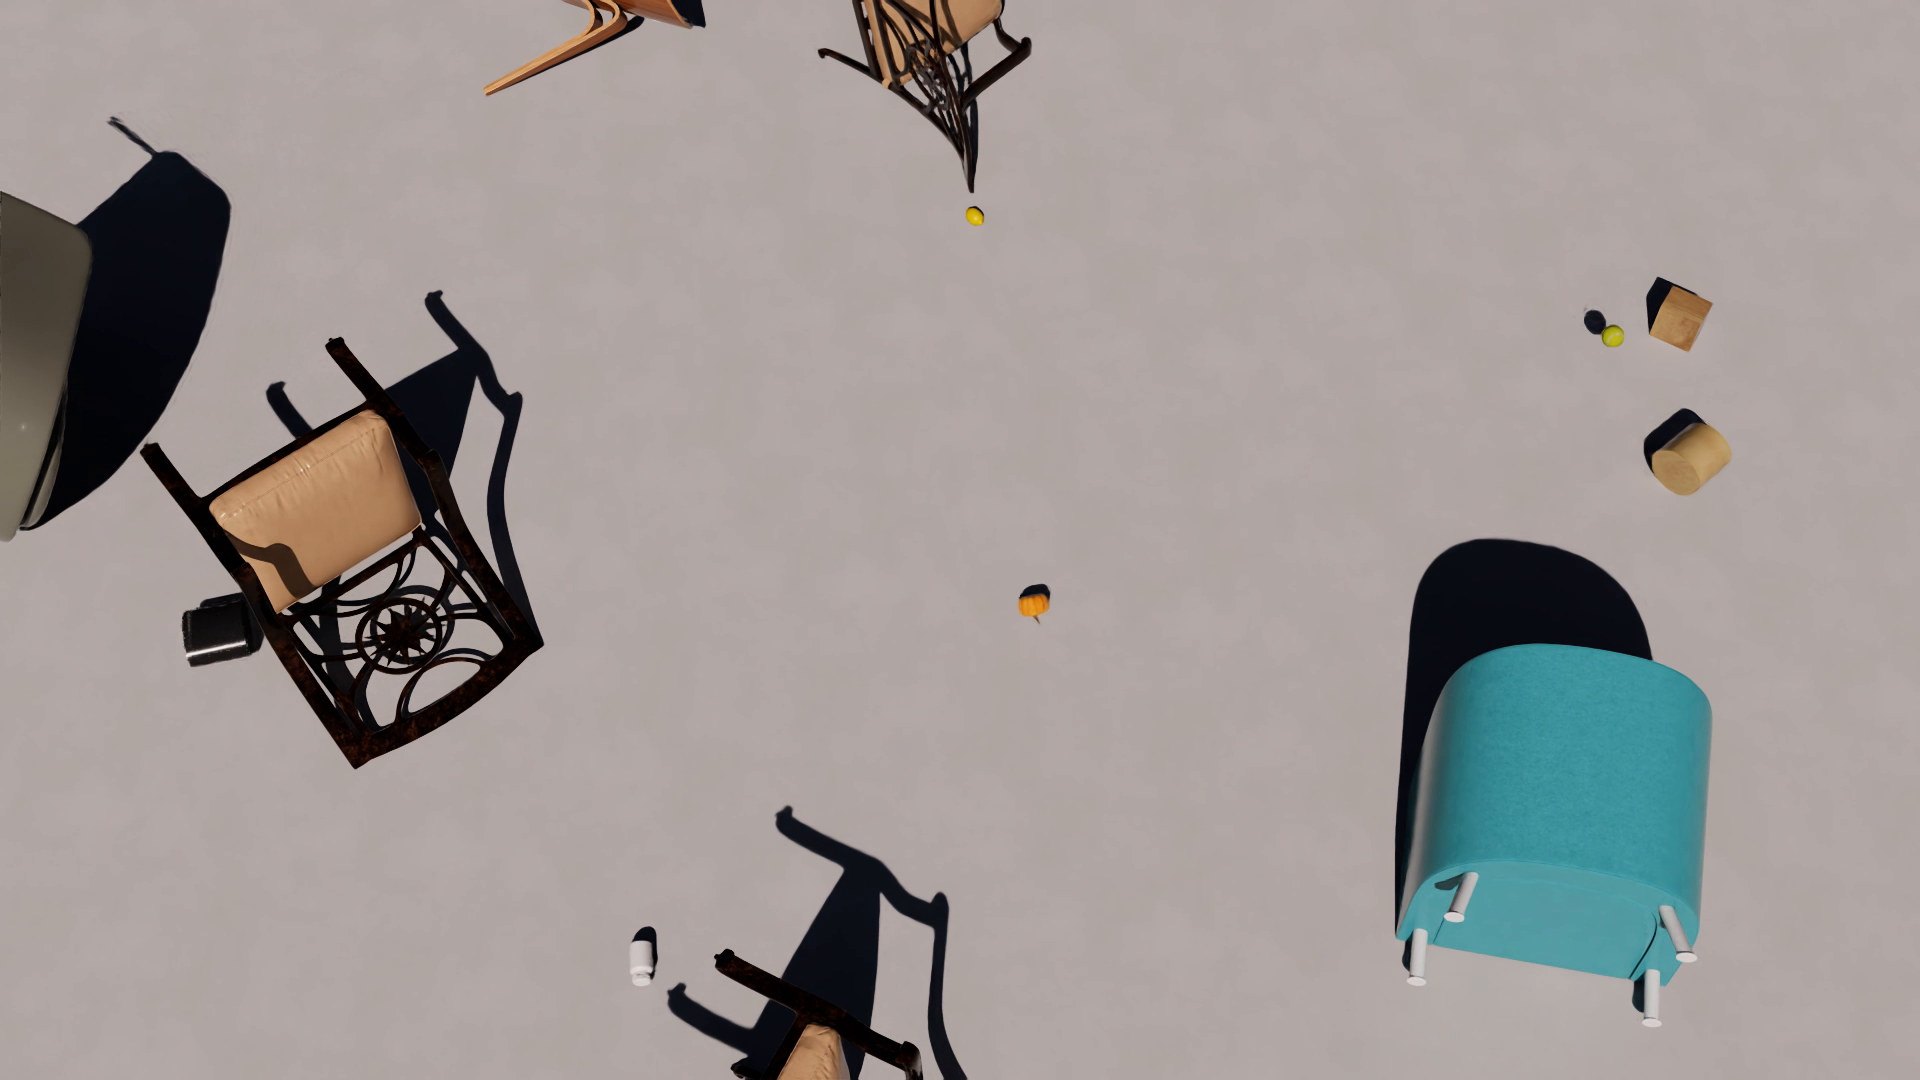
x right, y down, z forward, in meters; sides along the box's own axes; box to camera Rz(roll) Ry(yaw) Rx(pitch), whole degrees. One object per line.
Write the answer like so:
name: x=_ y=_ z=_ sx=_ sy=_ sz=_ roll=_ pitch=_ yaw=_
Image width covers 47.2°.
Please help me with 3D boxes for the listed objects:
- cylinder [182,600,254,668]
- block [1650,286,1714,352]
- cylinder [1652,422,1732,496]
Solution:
cylinder: x=-2.134 y=0.270 z=6.323 sx=0.166 sy=0.116 sz=0.184 roll=-12 pitch=55 yaw=-8
block: x=2.281 y=-0.699 z=6.958 sx=0.134 sy=0.142 sz=0.101 roll=28 pitch=61 yaw=18
cylinder: x=2.206 y=-0.245 z=6.638 sx=0.156 sy=0.162 sz=0.172 roll=-35 pitch=23 yaw=-21
